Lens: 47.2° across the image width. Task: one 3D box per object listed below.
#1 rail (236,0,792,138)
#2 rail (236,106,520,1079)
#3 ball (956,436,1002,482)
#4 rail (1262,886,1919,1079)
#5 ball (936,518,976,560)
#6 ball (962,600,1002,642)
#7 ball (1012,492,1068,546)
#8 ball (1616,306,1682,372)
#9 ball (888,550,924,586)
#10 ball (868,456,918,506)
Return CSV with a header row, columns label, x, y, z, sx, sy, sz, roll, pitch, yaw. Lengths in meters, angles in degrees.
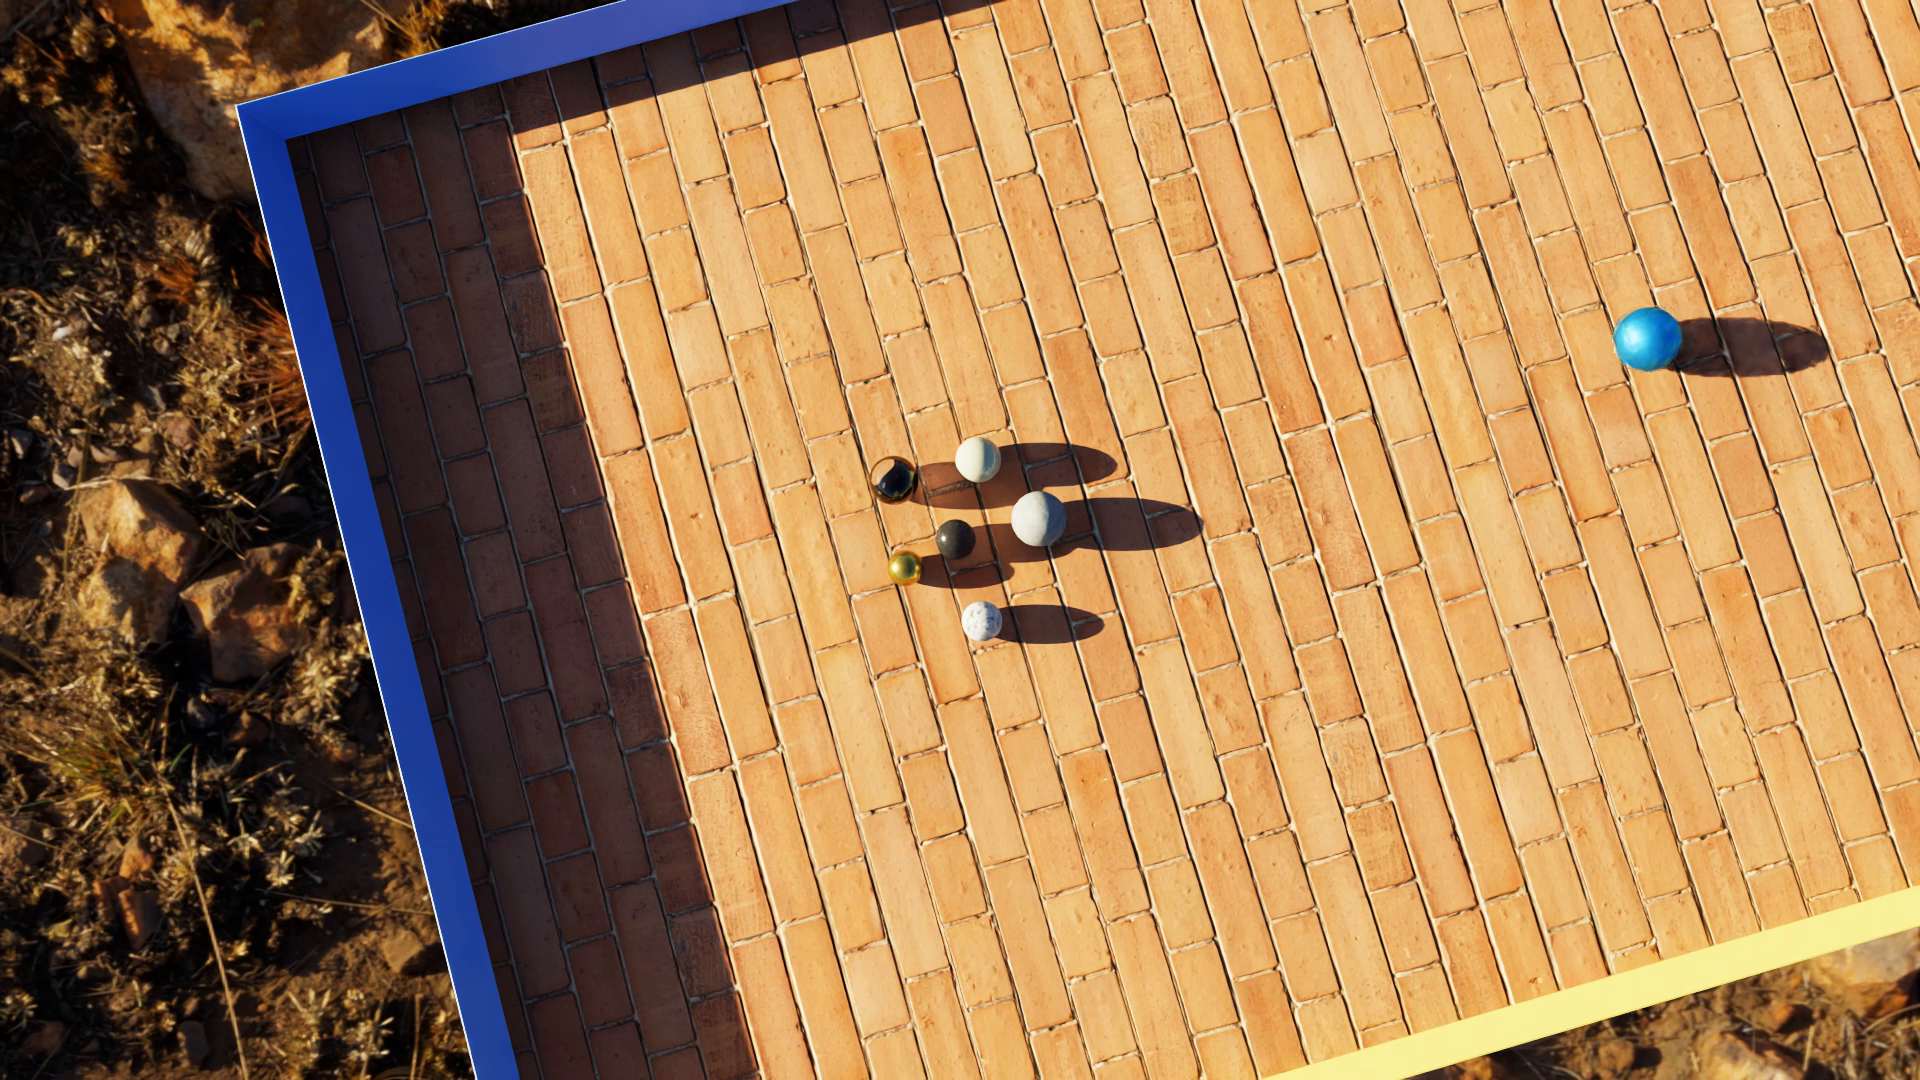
label,x,y,z,sx,sy,sz,roll,pitch,yaw
rail,0.584,-1.085,3.402,3.449,0.125,0.045,-16,82,-2
rail,-0.806,0.224,3.207,0.045,0.125,1.828,-16,82,-2
ball,0.027,-0.120,3.288,0.069,0.069,0.069,0,82,0
rail,1.074,0.607,3.150,3.449,0.125,0.045,-16,82,-2
ball,-0.007,-0.001,3.274,0.061,0.061,0.061,0,82,0
ball,0.033,0.120,3.256,0.060,0.060,0.060,0,82,0
ball,0.118,-0.031,3.268,0.083,0.083,0.083,0,82,0
ball,1.034,-0.302,3.301,0.096,0.096,0.096,0,82,0
ball,-0.081,0.042,3.271,0.054,0.054,0.054,0,82,0
ball,-0.099,-0.089,3.280,0.075,0.075,0.075,0,82,0
